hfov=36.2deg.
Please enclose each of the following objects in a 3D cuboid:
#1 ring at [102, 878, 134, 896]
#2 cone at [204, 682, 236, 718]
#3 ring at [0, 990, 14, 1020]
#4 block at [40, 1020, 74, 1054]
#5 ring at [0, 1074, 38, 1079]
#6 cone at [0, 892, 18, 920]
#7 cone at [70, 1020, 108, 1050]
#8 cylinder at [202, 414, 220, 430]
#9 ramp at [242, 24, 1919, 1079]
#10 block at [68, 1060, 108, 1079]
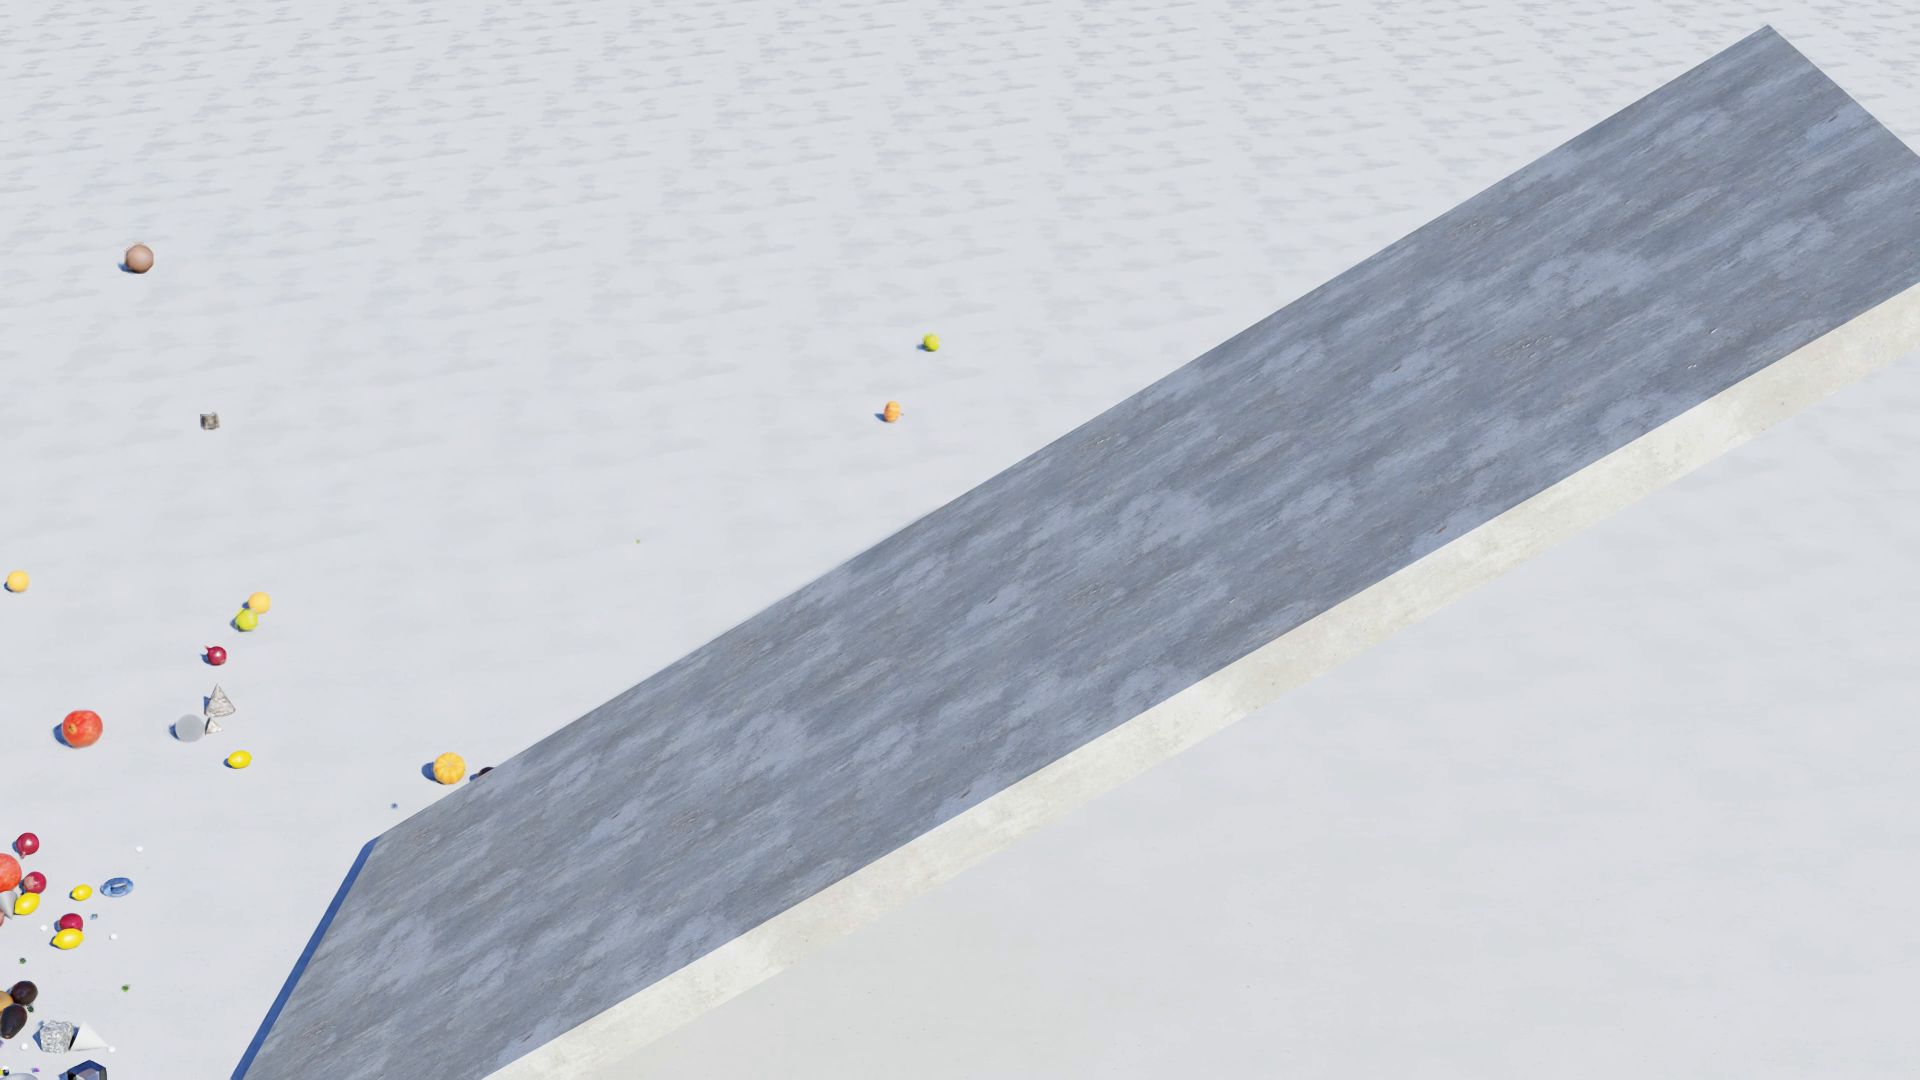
[{"bbox_3d":[-2.161,0.890,7.546,0.080,0.027,0.080,-1,21,0],"label":"ring"},{"bbox_3d":[-2.178,0.461,8.639,0.092,0.092,0.092,0,20,0],"label":"cone"},{"bbox_3d":[-2.298,1.102,6.935,0.130,0.043,0.130,-2,19,1],"label":"ring"},{"bbox_3d":[-2.084,1.148,6.792,0.054,0.054,0.054,4,20,10],"label":"block"},{"bbox_3d":[-2.117,1.229,6.596,0.103,0.034,0.103,-1,19,0],"label":"ring"},{"bbox_3d":[-2.401,0.933,7.422,0.067,0.067,0.067,-11,49,-29],"label":"cone"},{"bbox_3d":[-2.002,1.157,6.793,0.078,0.078,0.078,24,16,-13],"label":"cone"},{"bbox_3d":[-2.858,-0.449,11.217,0.054,0.054,0.054,-11,22,-27],"label":"cylinder"},{"bbox_3d":[0.140,0.170,6.292,4.000,0.100,2.000,-30,15,13],"label":"ramp"},{"bbox_3d":[-1.957,1.213,6.600,0.061,0.061,0.061,15,25,35],"label":"block"}]
